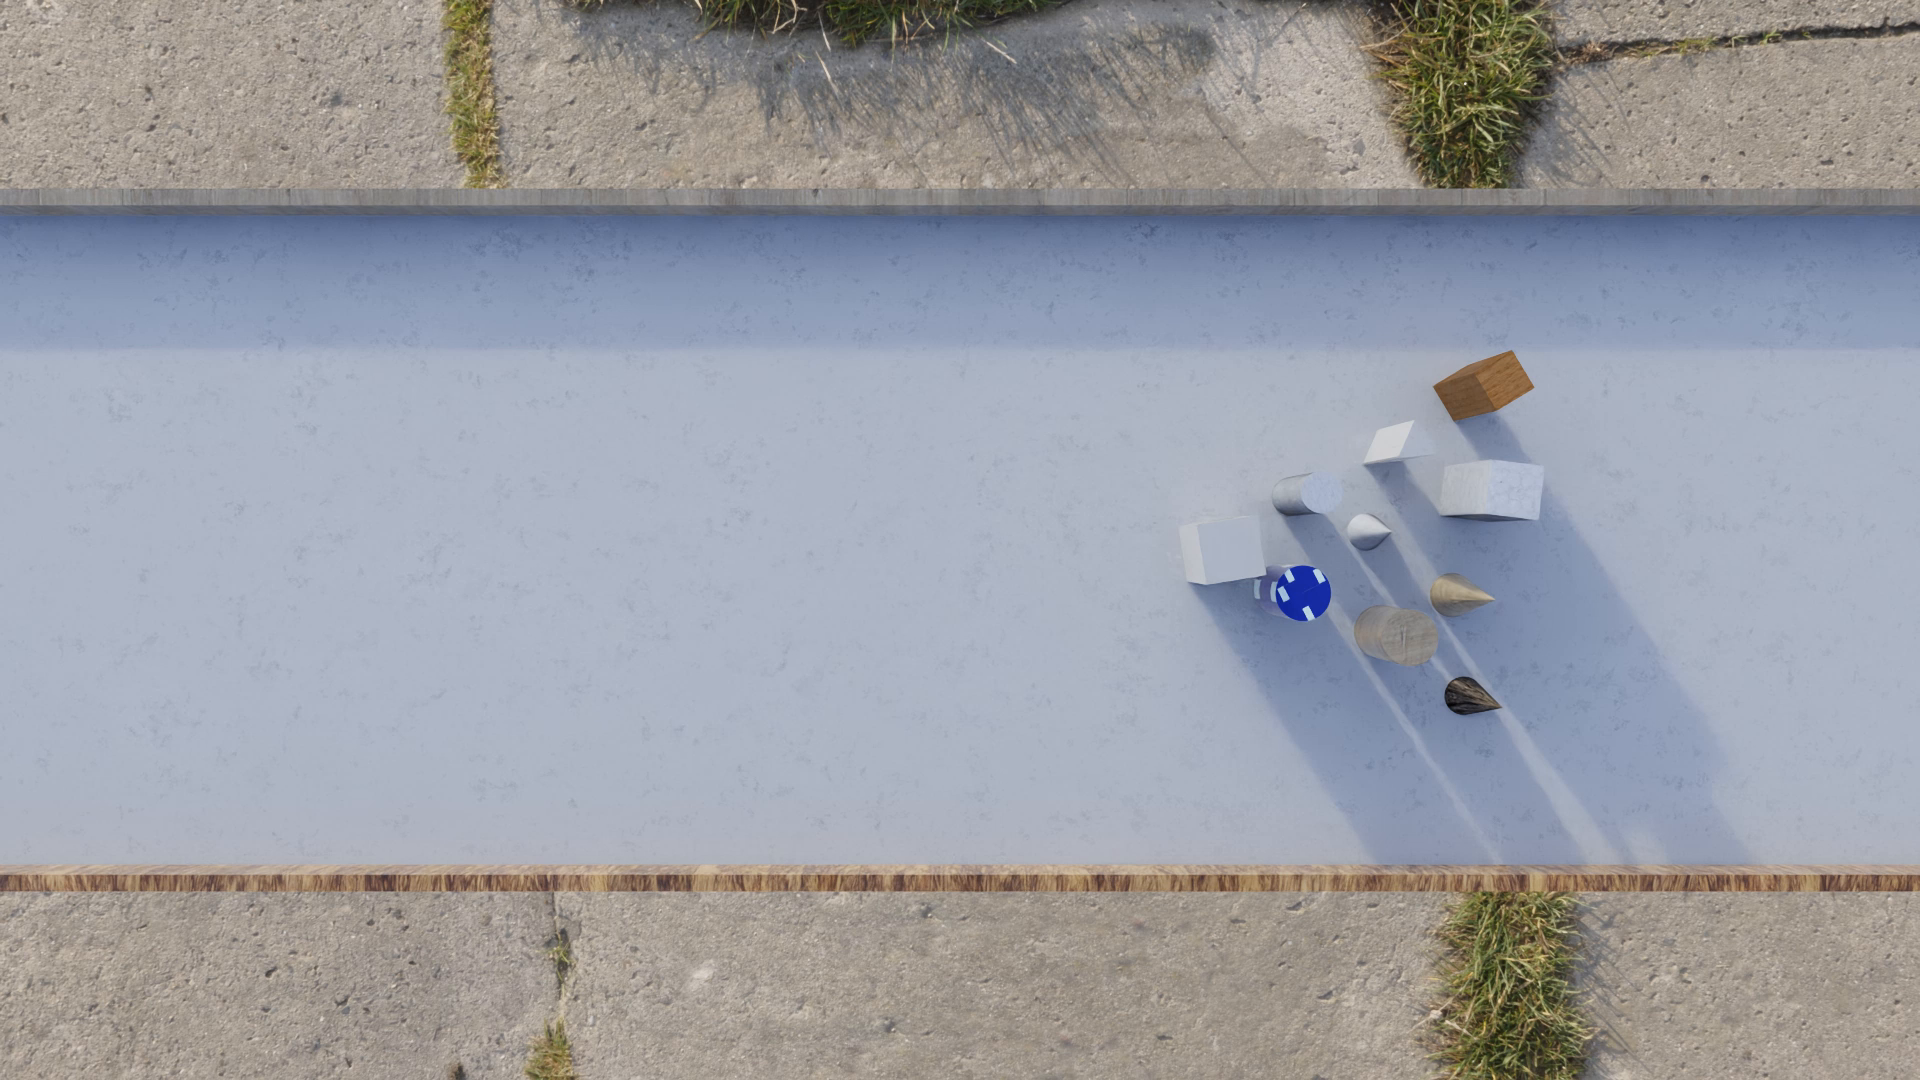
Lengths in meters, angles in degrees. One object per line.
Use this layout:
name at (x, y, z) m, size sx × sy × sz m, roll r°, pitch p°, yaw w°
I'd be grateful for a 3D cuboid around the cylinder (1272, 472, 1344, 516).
cylinder at (1.018, -0.134, 4.858) m, size 0.120 × 0.438 × 0.120 m, roll 0°, pitch 90°, yaw 0°

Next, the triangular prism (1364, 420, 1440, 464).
triangular prism at (1.295, -0.291, 4.872) m, size 0.117 × 0.409 × 0.101 m, roll -6°, pitch 90°, yaw 0°

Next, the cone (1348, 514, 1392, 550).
cone at (1.249, -0.025, 4.921) m, size 0.115 × 0.311 × 0.115 m, roll 0°, pitch 90°, yaw 0°

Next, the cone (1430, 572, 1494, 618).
cone at (1.516, 0.169, 4.871) m, size 0.137 × 0.412 × 0.137 m, roll 0°, pitch 90°, yaw 0°

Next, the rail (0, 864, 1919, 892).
rail at (-2.247, 1.025, 5.001) m, size 12.000 × 0.150 × 0.050 m, roll 0°, pitch 90°, yaw 0°

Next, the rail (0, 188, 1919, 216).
rail at (-2.247, -1.025, 5.002) m, size 12.000 × 0.150 × 0.050 m, roll 0°, pitch 90°, yaw 0°

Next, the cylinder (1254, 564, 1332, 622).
cylinder at (0.984, 0.153, 4.902) m, size 0.160 × 0.349 × 0.160 m, roll 0°, pitch 90°, yaw 0°

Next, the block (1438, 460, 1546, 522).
block at (1.559, -0.141, 4.856) m, size 0.153 × 0.442 × 0.153 m, roll 7°, pitch 90°, yaw 0°

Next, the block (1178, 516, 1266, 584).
block at (0.770, 0.028, 4.877) m, size 0.172 × 0.400 × 0.172 m, roll -9°, pitch 90°, yaw 0°

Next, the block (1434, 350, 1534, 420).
block at (1.541, -0.452, 4.872) m, size 0.126 × 0.409 × 0.126 m, roll -31°, pitch 90°, yaw 0°

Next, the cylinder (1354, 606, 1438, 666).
cylinder at (1.294, 0.282, 4.909) m, size 0.163 × 0.335 × 0.163 m, roll 0°, pitch 90°, yaw 0°

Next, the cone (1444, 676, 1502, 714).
cone at (1.550, 0.479, 4.893) m, size 0.118 × 0.367 × 0.118 m, roll 0°, pitch 90°, yaw 0°
